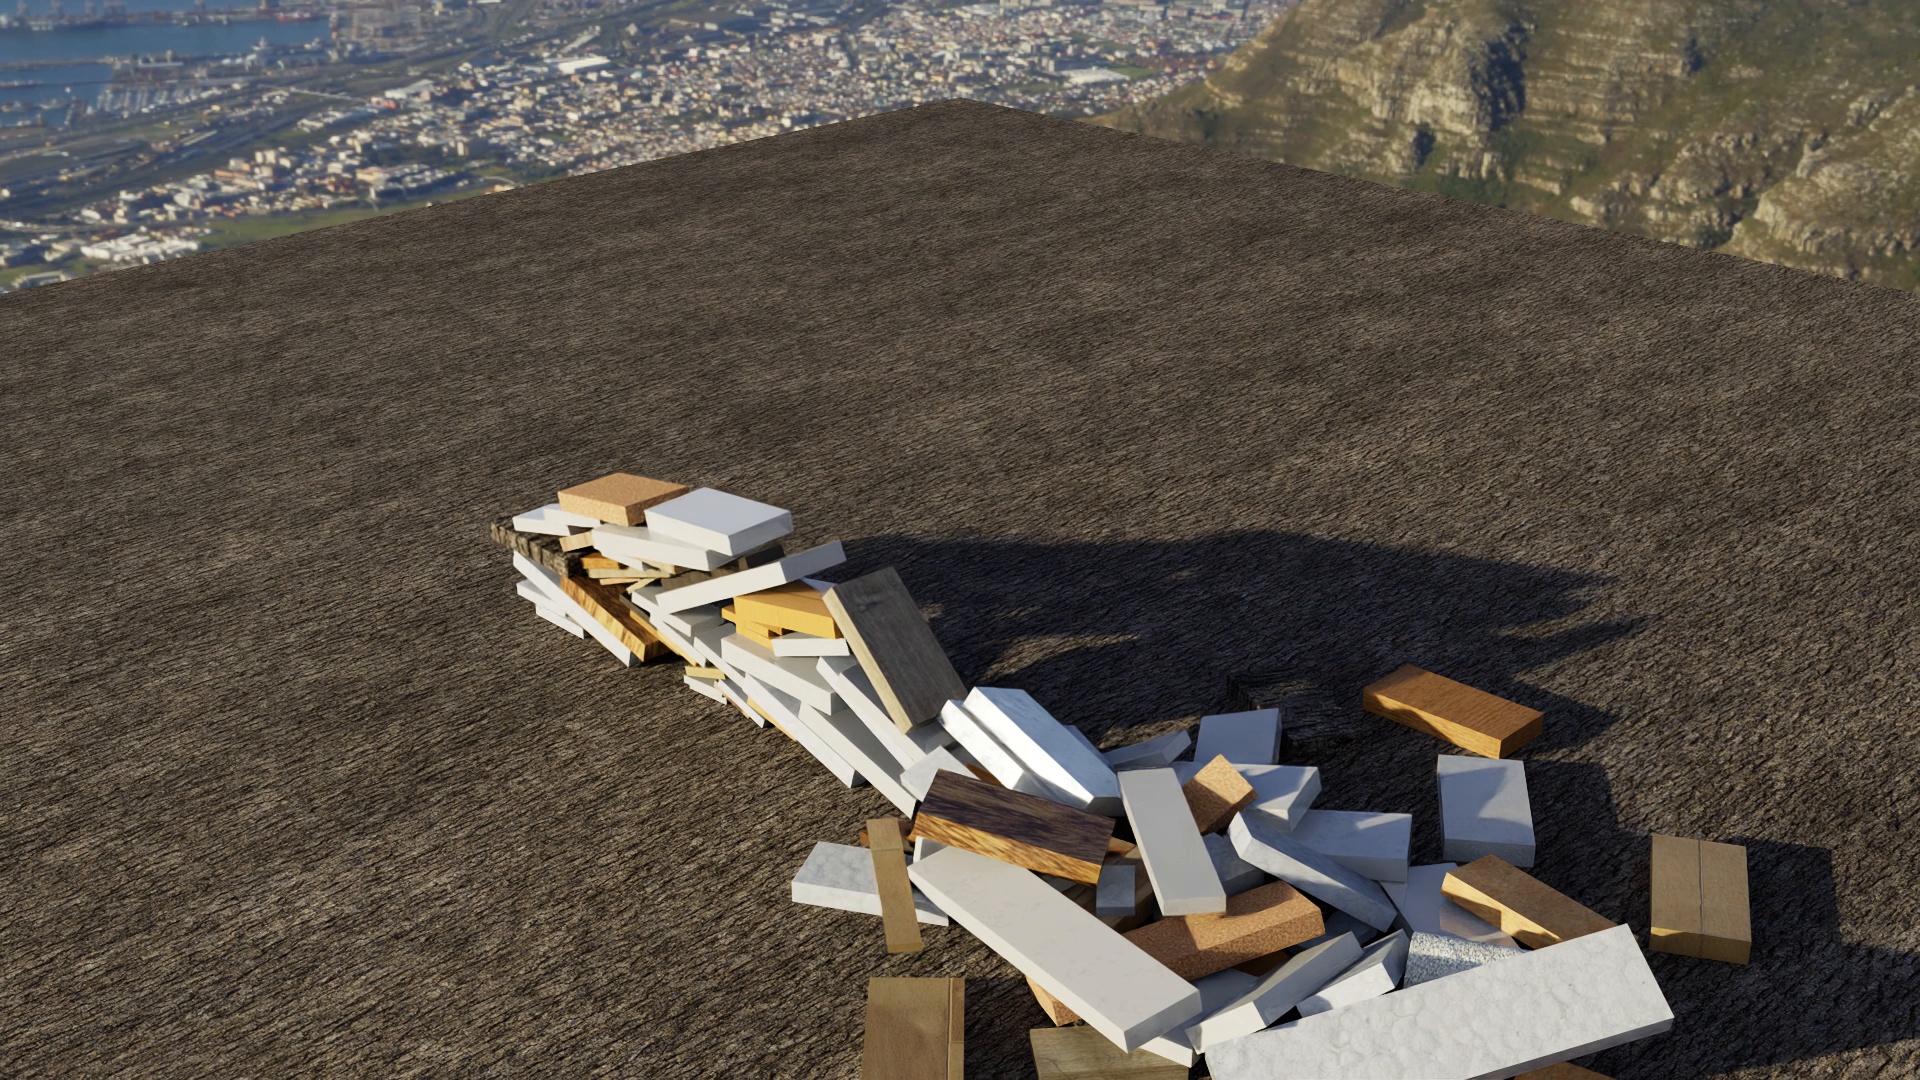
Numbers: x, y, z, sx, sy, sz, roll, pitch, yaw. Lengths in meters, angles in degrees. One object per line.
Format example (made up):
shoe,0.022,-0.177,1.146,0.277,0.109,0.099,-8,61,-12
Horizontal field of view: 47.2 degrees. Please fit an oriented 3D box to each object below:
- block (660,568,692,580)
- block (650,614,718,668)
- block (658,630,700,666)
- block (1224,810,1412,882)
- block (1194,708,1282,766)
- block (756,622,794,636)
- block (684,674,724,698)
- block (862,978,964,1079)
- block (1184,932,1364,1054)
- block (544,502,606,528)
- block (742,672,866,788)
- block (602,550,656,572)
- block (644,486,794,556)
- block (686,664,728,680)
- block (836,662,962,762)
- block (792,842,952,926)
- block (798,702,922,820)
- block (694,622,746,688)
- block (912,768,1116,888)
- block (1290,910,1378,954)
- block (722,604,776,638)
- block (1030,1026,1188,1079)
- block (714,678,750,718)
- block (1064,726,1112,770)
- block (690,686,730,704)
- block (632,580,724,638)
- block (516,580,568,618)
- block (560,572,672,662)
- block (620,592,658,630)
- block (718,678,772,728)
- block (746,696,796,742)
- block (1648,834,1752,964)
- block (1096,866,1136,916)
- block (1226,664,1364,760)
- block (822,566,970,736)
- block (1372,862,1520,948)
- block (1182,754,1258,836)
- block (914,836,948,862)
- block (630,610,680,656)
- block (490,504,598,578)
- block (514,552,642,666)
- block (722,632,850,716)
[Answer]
block,-0.636,0.067,5.019,0.050,0.014,0.101,-16,4,36
block,-0.598,0.210,4.965,0.101,0.029,0.203,-21,45,-40
block,-0.613,0.231,4.973,0.070,0.020,0.140,-21,45,-40
block,0.688,0.583,4.229,0.346,0.049,0.173,1,22,15
block,0.573,0.458,4.562,0.166,0.047,0.331,-8,22,16
block,-0.402,0.161,4.728,0.075,0.021,0.149,-20,30,-39
block,-0.556,0.319,4.942,0.121,0.017,0.061,18,30,37
block,-0.076,0.851,3.696,0.166,0.047,0.332,0,23,1
block,0.529,0.756,3.680,0.318,0.045,0.159,-20,-11,-48
block,-0.854,-0.066,5.105,0.114,0.032,0.229,-23,20,-40
block,-0.279,0.374,4.686,0.180,0.051,0.359,-21,47,-40
block,-0.727,0.026,4.974,0.092,0.026,0.184,-23,24,-33
block,-0.523,-0.042,4.756,0.162,0.046,0.325,-23,25,-35
block,-0.539,0.285,4.915,0.077,0.022,0.155,-20,13,-38
block,-0.115,0.341,4.459,0.258,0.037,0.129,42,43,21
block,-0.148,0.650,4.172,0.307,0.043,0.153,6,24,15
block,-0.150,0.423,4.571,0.180,0.051,0.359,-21,47,-40
block,-0.459,0.280,4.829,0.101,0.029,0.271,-22,48,-41
block,0.103,0.535,4.099,0.350,0.050,0.175,16,24,7
block,0.683,0.727,4.019,0.158,0.022,0.079,-21,31,-40
block,-0.438,0.168,4.765,0.149,0.021,0.075,20,30,39
block,0.248,0.863,3.683,0.247,0.035,0.124,-2,23,-6
block,-0.483,0.344,4.875,0.061,0.017,0.121,-22,51,-42
block,0.223,0.441,4.533,0.109,0.031,0.218,-2,19,-18
block,-0.545,0.334,4.951,0.121,0.017,0.061,19,30,38
block,-0.638,0.151,4.980,0.202,0.029,0.101,27,35,35
block,-0.978,0.132,5.342,0.196,0.028,0.098,21,31,40
block,-0.769,0.155,5.138,0.163,0.046,0.327,-21,45,-40
block,-0.711,0.156,5.057,0.140,0.020,0.070,35,39,31
block,-0.455,0.348,4.849,0.077,0.022,0.155,-21,50,-42
block,-0.382,0.375,4.795,0.155,0.022,0.077,35,38,29
block,1.384,0.669,4.123,0.172,0.049,0.344,7,24,15
block,0.288,0.647,4.059,0.070,0.020,0.139,-2,24,5
block,0.730,0.373,4.821,0.166,0.047,0.331,-7,24,-17
block,-0.127,0.221,4.450,0.164,0.046,0.328,-19,72,-39
block,0.893,0.706,4.038,0.166,0.047,0.331,-4,23,-10
block,0.456,0.525,4.244,0.221,0.031,0.111,-41,46,-1
block,0.020,0.566,4.185,0.209,0.104,0.030,2,15,-22
block,-0.673,0.200,5.039,0.178,0.020,0.070,35,39,32
block,-0.968,0.000,5.282,0.163,0.046,0.327,-20,31,-40
block,-0.859,0.135,5.225,0.163,0.046,0.465,-21,45,-40
block,-0.326,0.263,4.690,0.180,0.051,0.359,-21,31,-40
